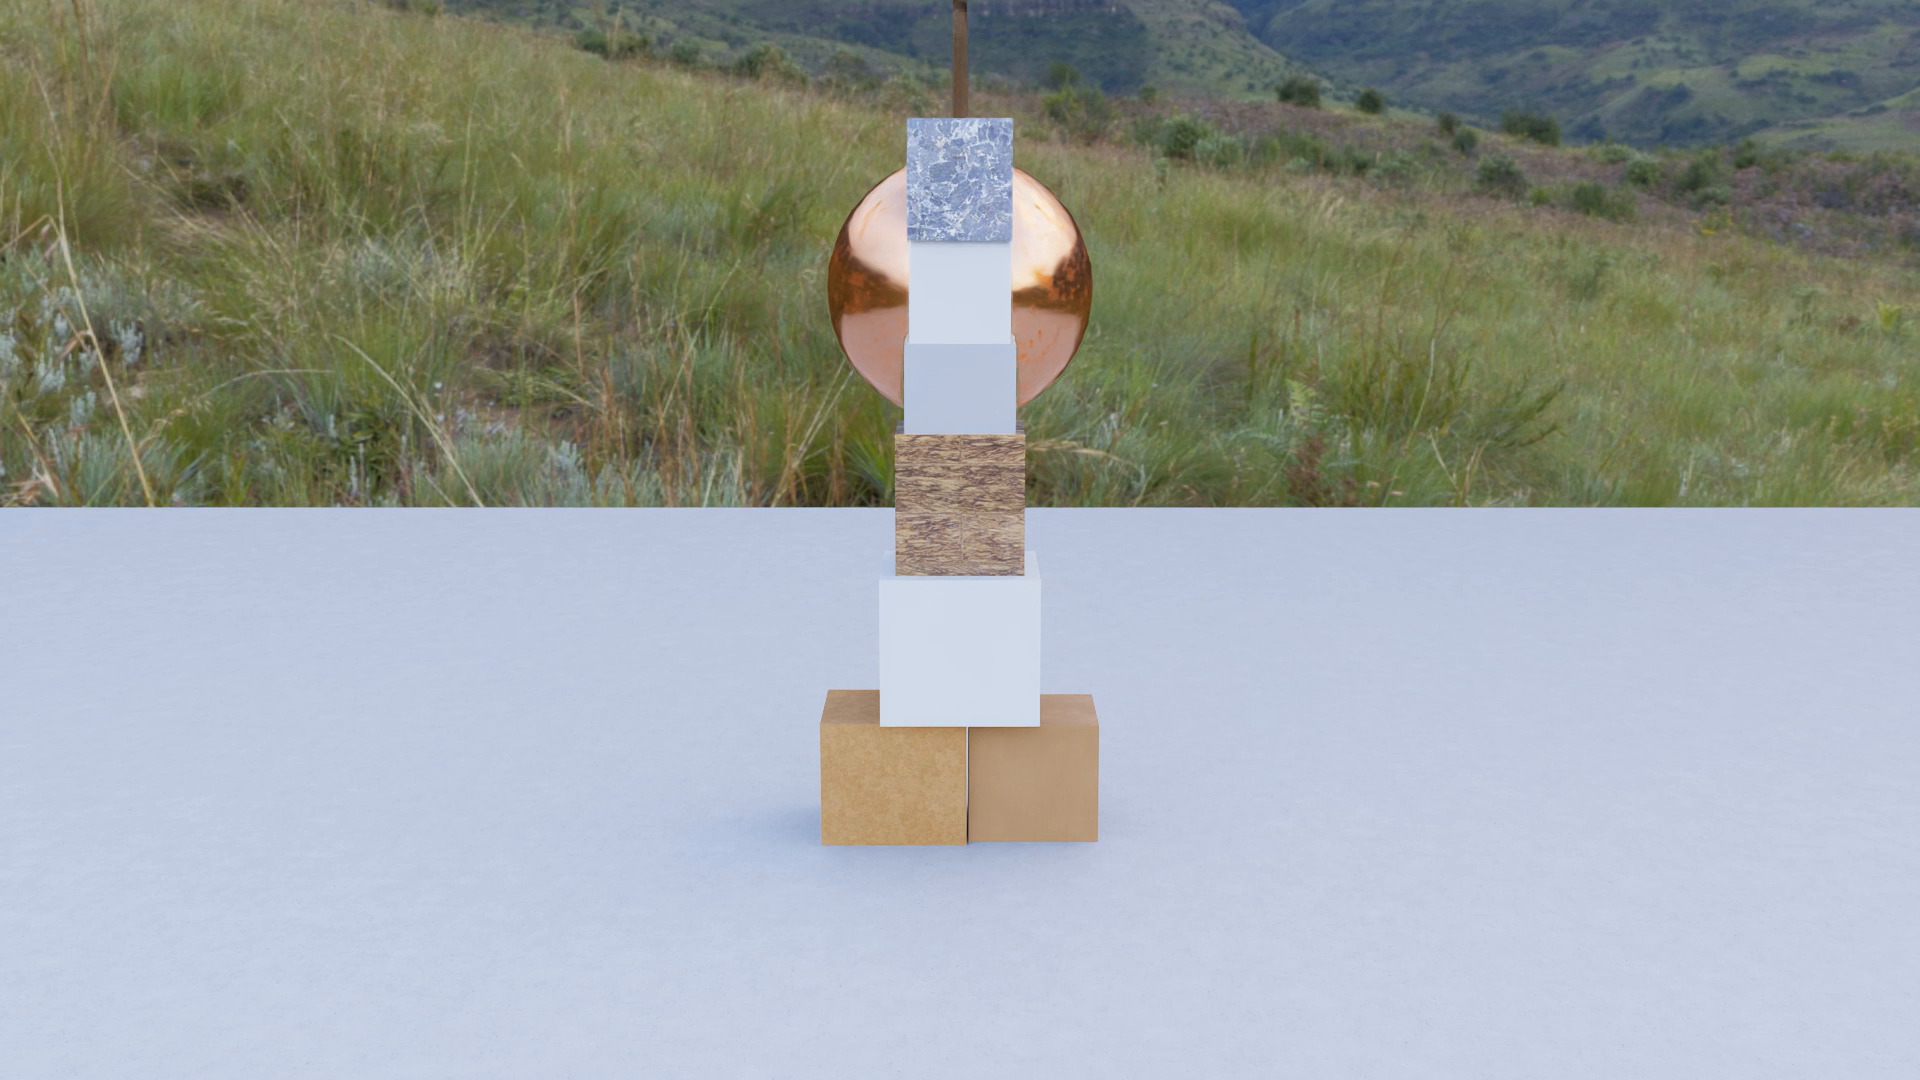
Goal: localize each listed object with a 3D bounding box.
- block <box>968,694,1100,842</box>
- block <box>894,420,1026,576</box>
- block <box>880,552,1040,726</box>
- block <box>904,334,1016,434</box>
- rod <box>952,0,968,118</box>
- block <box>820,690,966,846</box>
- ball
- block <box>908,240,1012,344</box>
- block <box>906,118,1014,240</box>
[{"bbox_3d":[0.371,1.174,11.406,0.656,0.608,0.642,0,10,0],"label":"block"},{"bbox_3d":[0.000,-0.220,11.134,0.640,0.707,0.576,0,10,0],"label":"block"},{"bbox_3d":[0.000,0.493,11.253,0.793,0.739,0.792,0,10,0],"label":"block"},{"bbox_3d":[0.000,-0.787,11.032,0.547,0.444,0.534,0,10,0],"label":"block"},{"bbox_3d":[0.000,-4.369,11.397,0.080,5.200,0.080,0,33,0],"label":"rod"},{"bbox_3d":[-0.333,1.167,11.377,0.732,0.633,0.701,0,10,0],"label":"block"},{"bbox_3d":[0.000,-1.511,13.238,1.600,1.600,1.600,0,10,0],"label":"ball"},{"bbox_3d":[0.000,-1.254,10.961,0.496,0.500,0.486,0,10,0],"label":"block"},{"bbox_3d":[0.000,-1.781,10.839,0.509,0.581,0.517,0,10,0],"label":"block"}]
